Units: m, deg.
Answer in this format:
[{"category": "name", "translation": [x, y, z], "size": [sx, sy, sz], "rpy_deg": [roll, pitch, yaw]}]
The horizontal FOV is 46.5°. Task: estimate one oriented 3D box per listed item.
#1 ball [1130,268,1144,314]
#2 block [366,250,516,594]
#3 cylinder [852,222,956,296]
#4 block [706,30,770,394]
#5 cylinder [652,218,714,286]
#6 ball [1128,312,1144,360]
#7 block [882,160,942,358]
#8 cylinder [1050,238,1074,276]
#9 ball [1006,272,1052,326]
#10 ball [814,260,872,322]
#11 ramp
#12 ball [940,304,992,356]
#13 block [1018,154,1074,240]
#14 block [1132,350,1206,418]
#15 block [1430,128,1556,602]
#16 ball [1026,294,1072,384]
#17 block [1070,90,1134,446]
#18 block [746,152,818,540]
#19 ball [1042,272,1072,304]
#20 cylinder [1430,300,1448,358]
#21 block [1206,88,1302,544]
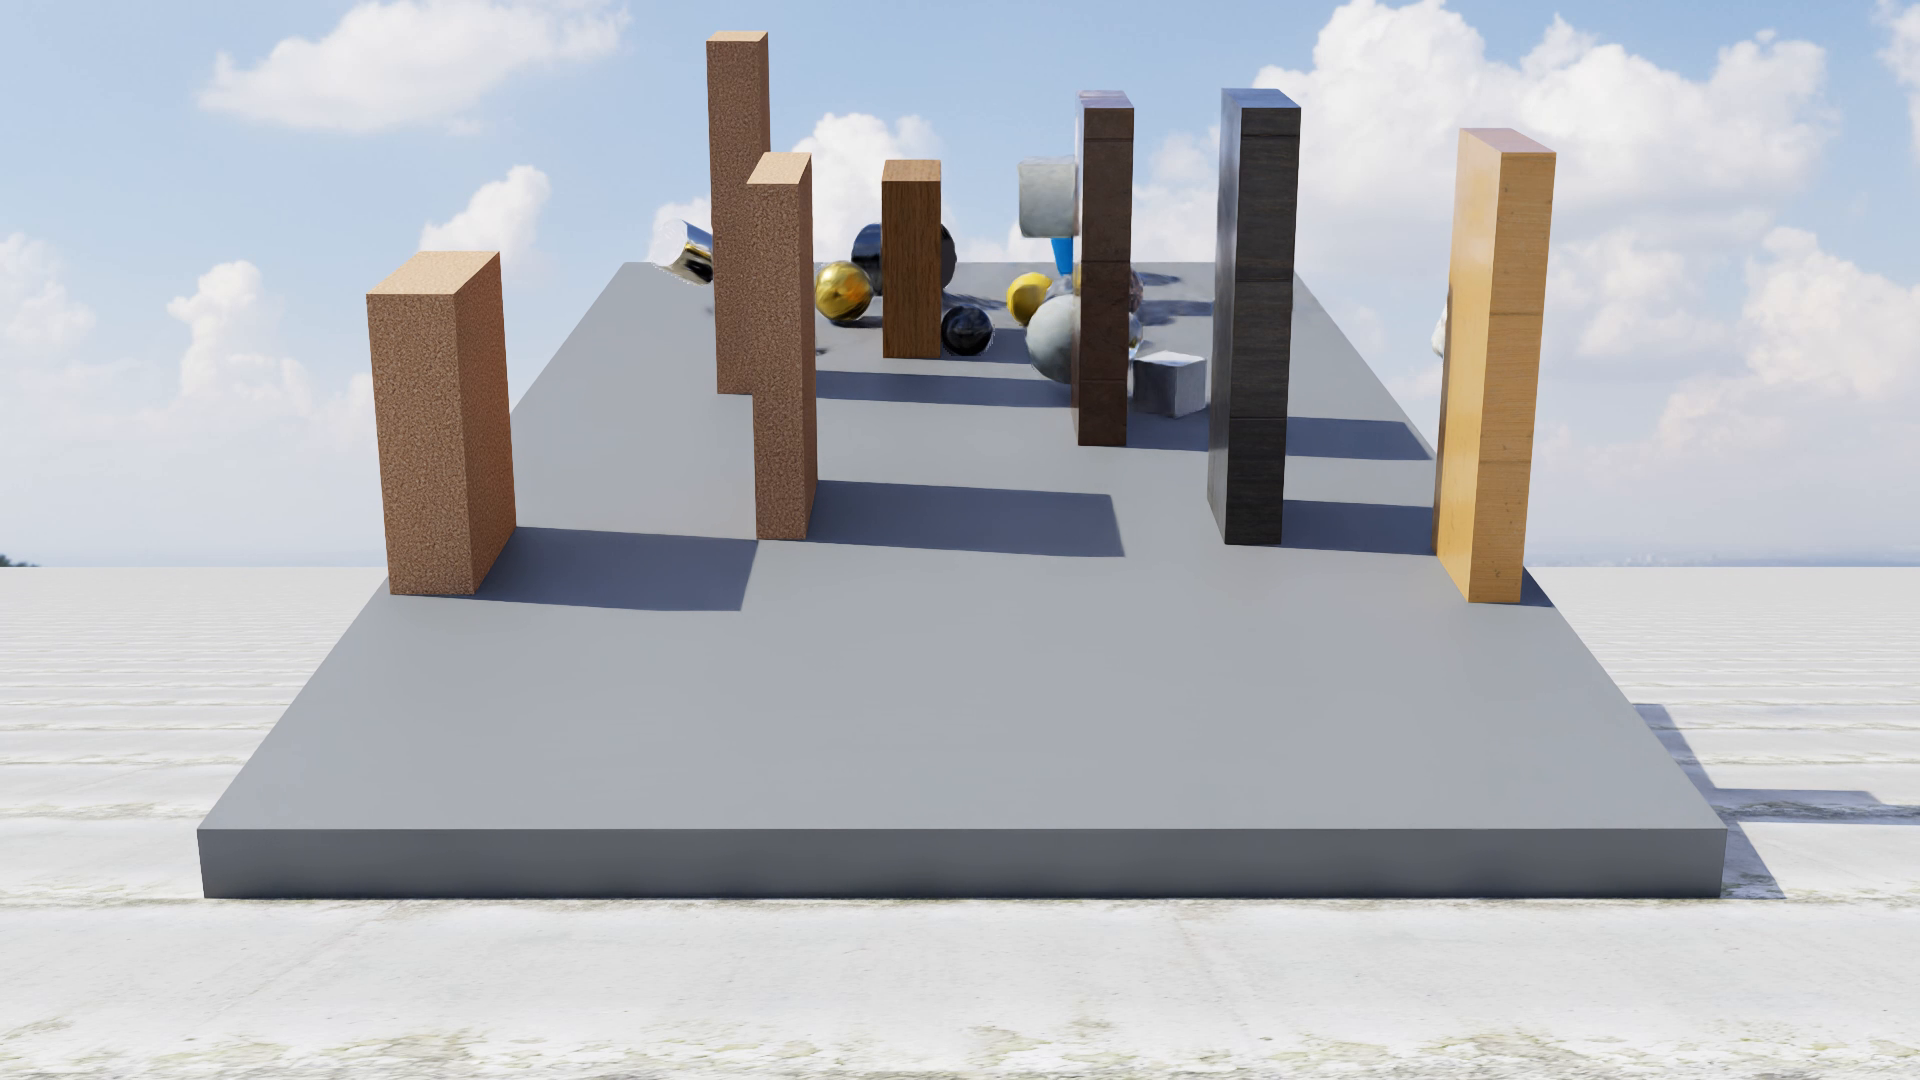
[{"category": "ball", "translation": [0.411, -0.661, 5.926], "size": [0.152, 0.152, 0.152], "rpy_deg": [0, -1, 0]}, {"category": "block", "translation": [-0.900, -0.214, 3.911], "size": [0.143, 0.519, 0.392], "rpy_deg": [0, 18, 0]}, {"category": "cylinder", "translation": [-0.154, -0.776, 6.137], "size": [0.204, 0.204, 0.204], "rpy_deg": [3, 2, 43]}, {"category": "block", "translation": [-0.502, -0.757, 5.157], "size": [0.116, 0.799, 0.255], "rpy_deg": [0, 18, 0]}, {"category": "cylinder", "translation": [-0.734, -0.780, 6.038], "size": [0.141, 0.141, 0.141], "rpy_deg": [0, -16, 42]}, {"category": "ball", "translation": [0.377, -0.498, 5.436], "size": [0.137, 0.137, 0.137], "rpy_deg": [0, -1, 0]}, {"category": "block", "translation": [-0.120, -0.713, 5.619], "size": [0.142, 0.436, 0.372], "rpy_deg": [0, 18, 0]}, {"category": "cylinder", "translation": [0.359, -0.892, 6.484], "size": [0.195, 0.195, 0.195], "rpy_deg": [-11, 34, 8]}, {"category": "ball", "translation": [0.191, -0.630, 5.848], "size": [0.140, 0.140, 0.140], "rpy_deg": [0, -1, 0]}, {"category": "ball", "translation": [-0.311, -0.656, 5.890], "size": [0.163, 0.163, 0.163], "rpy_deg": [0, -1, 0]}, {"category": "ramp", "translation": [-0.003, -0.182, 4.835], "size": [2.000, 0.100, 4.000], "rpy_deg": [0, 18, 0]}, {"category": "ball", "translation": [0.016, -0.518, 5.512], "size": [0.129, 0.129, 0.129], "rpy_deg": [0, -1, 0]}, {"category": "block", "translation": [0.266, -0.932, 6.050], "size": [0.197, 0.197, 0.197], "rpy_deg": [-1, 16, 6]}, {"category": "block", "translation": [0.470, -0.349, 5.005], "size": [0.116, 0.116, 0.116], "rpy_deg": [14, 23, 38]}, {"category": "block", "translation": [0.902, -0.301, 3.802], "size": [0.088, 0.756, 0.308], "rpy_deg": [0, 18, 0]}, {"category": "ball", "translation": [0.252, -0.457, 5.083], "size": [0.203, 0.203, 0.203], "rpy_deg": [0, -1, 0]}, {"category": "block", "translation": [0.301, -0.585, 4.770], "size": [0.102, 0.707, 0.316], "rpy_deg": [0, 18, 0]}, {"category": "block", "translation": [-0.329, -0.372, 4.190], "size": [0.090, 0.653, 0.395], "rpy_deg": [0, 18, 0]}, {"category": "ball", "translation": [0.298, -0.589, 5.655], "size": [0.178, 0.178, 0.178], "rpy_deg": [0, -1, 0]}, {"category": "cylinder", "translation": [1.278, -0.536, 5.677], "size": [0.127, 0.127, 0.127], "rpy_deg": [9, 41, -7]}, {"category": "block", "translation": [0.534, -0.412, 4.096], "size": [0.103, 0.789, 0.297], "rpy_deg": [0, 18, 0]}]
